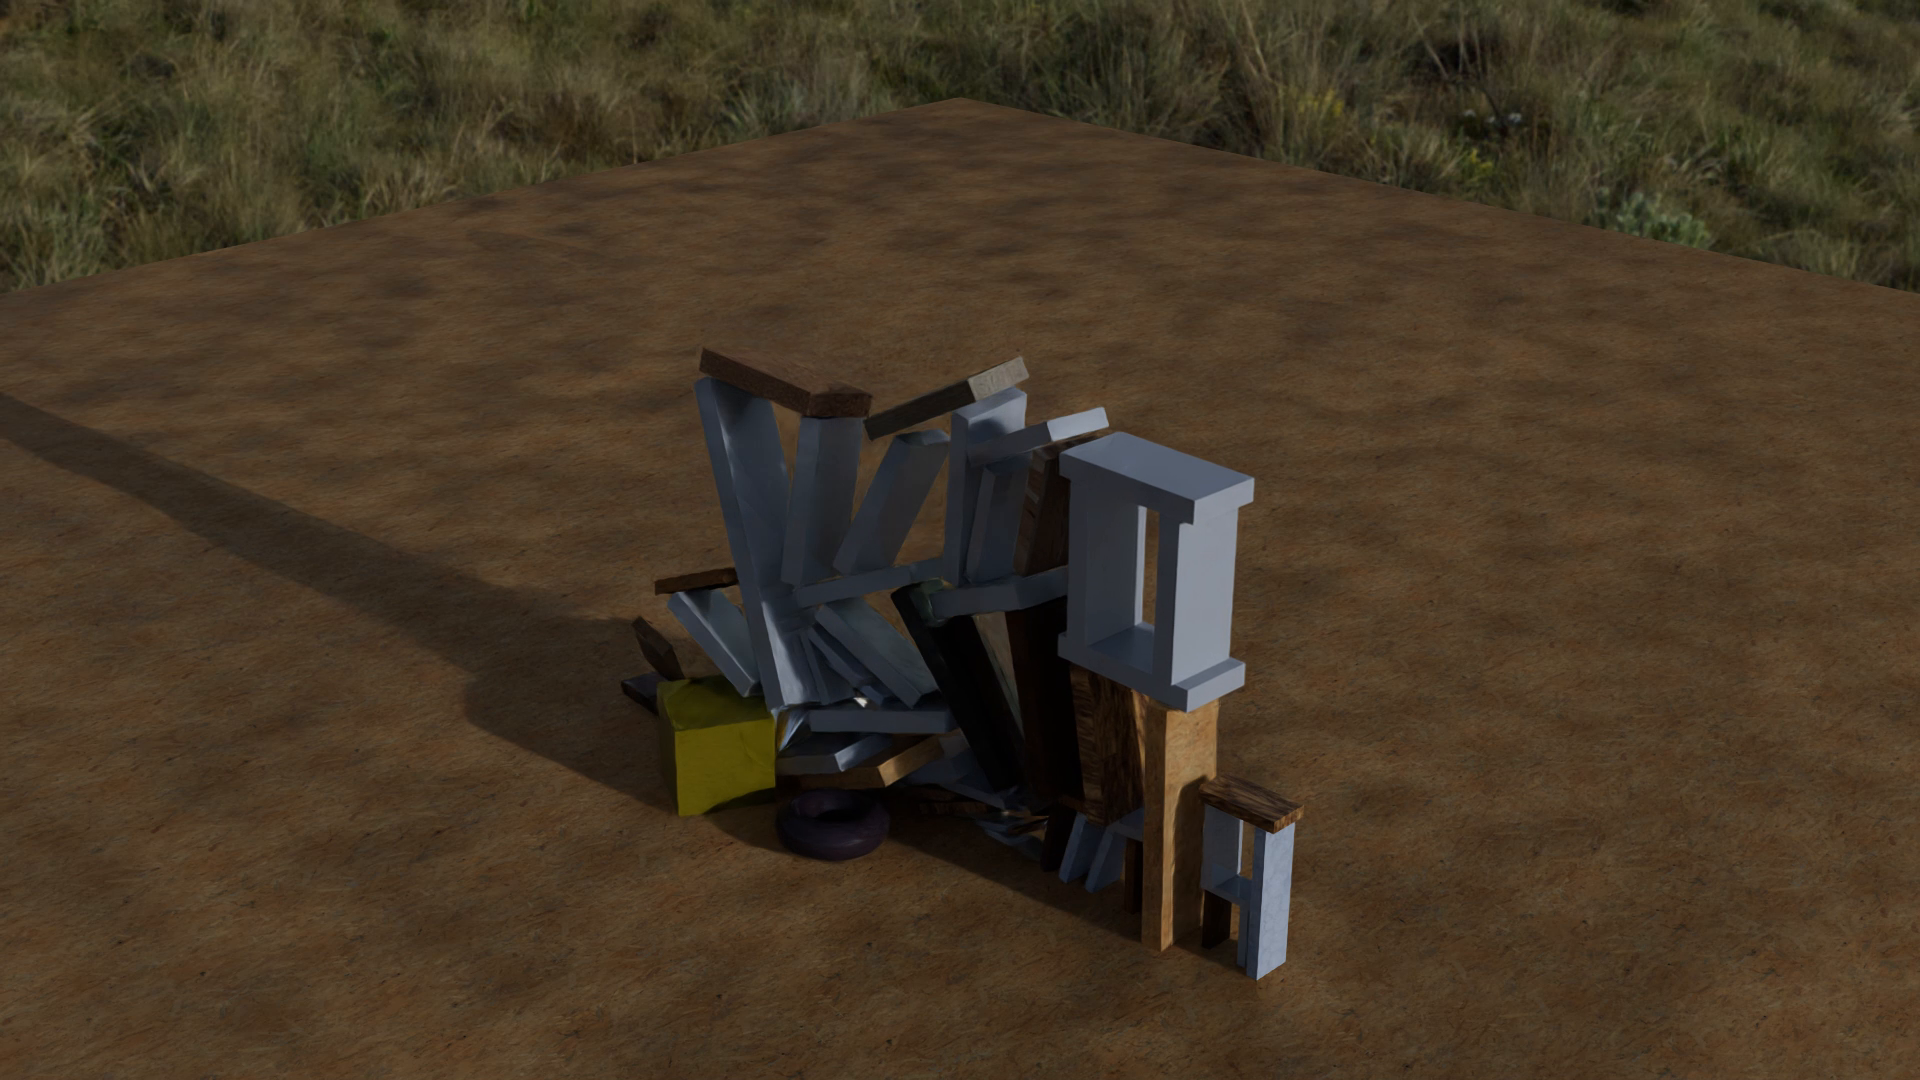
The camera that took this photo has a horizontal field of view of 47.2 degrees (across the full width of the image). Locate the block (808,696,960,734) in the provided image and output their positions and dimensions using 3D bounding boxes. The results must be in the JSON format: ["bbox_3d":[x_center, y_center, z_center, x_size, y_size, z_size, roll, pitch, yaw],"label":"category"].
[{"bbox_3d":[-0.130,0.350,4.416,0.310,0.044,0.155,-2,5,28],"label":"block"}]

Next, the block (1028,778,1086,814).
[{"bbox_3d":[0.222,0.475,4.176,0.169,0.024,0.085,21,30,41],"label":"block"}]

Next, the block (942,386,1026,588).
[{"bbox_3d":[0.046,-0.101,4.221,0.154,0.379,0.044,-26,44,-37],"label":"block"}]

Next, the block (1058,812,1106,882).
[{"bbox_3d":[0.243,0.572,4.196,0.085,0.169,0.024,-20,46,-39],"label":"block"}]

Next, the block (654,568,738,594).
[{"bbox_3d":[-0.527,0.085,4.562,0.203,0.029,0.102,-10,-5,38],"label":"block"}]

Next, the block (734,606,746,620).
[{"bbox_3d":[-0.460,0.266,4.743,0.039,0.276,0.138,-11,61,1],"label":"block"}]

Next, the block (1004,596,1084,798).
[{"bbox_3d":[0.195,0.286,4.135,0.178,0.356,0.050,-18,14,-36],"label":"block"}]

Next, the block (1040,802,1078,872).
[{"bbox_3d":[0.207,0.564,4.215,0.085,0.169,0.024,-10,42,-20],"label":"block"}]

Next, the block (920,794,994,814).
[{"bbox_3d":[0.008,0.522,4.433,0.166,0.023,0.083,-7,15,38],"label":"block"}]

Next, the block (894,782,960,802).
[{"bbox_3d":[-0.054,0.498,4.488,0.166,0.023,0.083,1,21,46],"label":"block"}]

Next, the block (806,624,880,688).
[{"bbox_3d":[-0.230,0.228,4.427,0.163,0.023,0.081,45,33,25],"label":"block"}]

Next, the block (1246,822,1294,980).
[{"bbox_3d":[0.549,0.628,3.889,0.024,0.306,0.084,21,31,41],"label":"block"}]

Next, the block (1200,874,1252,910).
[{"bbox_3d":[0.497,0.627,3.950,0.121,0.017,0.061,21,31,41],"label":"block"}]

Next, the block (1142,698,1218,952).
[{"bbox_3d":[0.397,0.495,3.969,0.044,0.487,0.155,18,29,39],"label":"block"}]

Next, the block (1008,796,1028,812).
[{"bbox_3d":[0.109,0.526,4.407,0.052,0.015,0.103,-4,4,-33],"label":"block"}]

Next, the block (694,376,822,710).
[{"bbox_3d":[-0.396,0.002,4.509,0.048,0.693,0.169,-21,-12,36],"label":"block"}]

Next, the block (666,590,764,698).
[{"bbox_3d":[-0.473,0.210,4.541,0.276,0.039,0.138,47,25,25],"label":"block"}]

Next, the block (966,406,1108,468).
[{"bbox_3d":[0.139,-0.187,4.013,0.132,0.037,0.264,-16,0,-34],"label":"block"}]

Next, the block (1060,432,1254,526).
[{"bbox_3d":[0.338,-0.110,3.805,0.155,0.044,0.311,-20,31,-39],"label":"block"}]

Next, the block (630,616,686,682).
[{"bbox_3d":[-0.663,0.247,4.835,0.102,0.203,0.029,42,73,18],"label":"block"}]

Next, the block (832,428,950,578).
[{"bbox_3d":[-0.132,-0.074,4.348,0.044,0.309,0.154,38,26,23],"label":"block"}]

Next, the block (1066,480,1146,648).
[{"bbox_3d":[0.264,0.023,3.944,0.155,0.311,0.044,-21,31,-40],"label":"block"}]

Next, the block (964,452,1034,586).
[{"bbox_3d":[0.090,-0.042,4.173,0.132,0.264,0.037,-17,46,-31],"label":"block"}]

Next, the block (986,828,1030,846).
[{"bbox_3d":[0.094,0.581,4.349,0.047,0.013,0.094,-13,14,-27],"label":"block"}]

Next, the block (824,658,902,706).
[{"bbox_3d":[-0.188,0.277,4.450,0.163,0.023,0.081,36,27,29],"label":"block"}]

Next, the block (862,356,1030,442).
[{"bbox_3d":[-0.029,-0.268,4.181,0.154,0.044,0.309,-27,7,-43],"label":"block"}]

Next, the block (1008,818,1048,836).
[{"bbox_3d":[0.143,0.559,4.289,0.047,0.013,0.094,-17,-4,-42],"label":"block"}]

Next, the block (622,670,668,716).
[{"bbox_3d":[-0.657,0.349,4.900,0.102,0.029,0.203,-16,27,-36],"label":"block"}]

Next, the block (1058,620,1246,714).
[{"bbox_3d":[0.341,0.214,3.949,0.155,0.044,0.311,-20,31,-39],"label":"block"}]

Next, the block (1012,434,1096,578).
[{"bbox_3d":[0.179,-0.062,4.016,0.132,0.264,0.037,-16,43,-30],"label":"block"}]

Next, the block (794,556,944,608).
[{"bbox_3d":[-0.179,0.084,4.399,0.276,0.039,0.138,-13,0,31],"label":"block"}]

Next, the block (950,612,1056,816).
[{"bbox_3d":[0.129,0.340,4.373,0.050,0.431,0.178,-35,-23,29],"label":"block"}]

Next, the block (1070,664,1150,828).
[{"bbox_3d":[0.287,0.357,4.071,0.155,0.310,0.044,-22,21,-41],"label":"block"}]

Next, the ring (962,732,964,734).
[{"bbox_3d":[0.177,0.433,4.584,0.370,0.123,0.370,0,23,0],"label":"ring"}]

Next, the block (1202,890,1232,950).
[{"bbox_3d":[0.469,0.680,4.003,0.017,0.121,0.061,21,31,41],"label":"block"}]

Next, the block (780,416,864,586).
[{"bbox_3d":[-0.277,-0.087,4.433,0.048,0.338,0.169,15,14,26],"label":"block"}]

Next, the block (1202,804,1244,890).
[{"bbox_3d":[0.470,0.533,3.934,0.084,0.167,0.024,-21,31,-41],"label":"block"}]

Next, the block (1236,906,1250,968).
[{"bbox_3d":[0.526,0.702,3.951,0.017,0.121,0.061,21,31,41],"label":"block"}]

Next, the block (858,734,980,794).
[{"bbox_3d":[-0.063,0.450,4.464,0.155,0.044,0.311,-27,8,-42],"label":"block"}]

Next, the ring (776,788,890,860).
[{"bbox_3d":[-0.250,0.560,4.340,0.226,0.075,0.226,2,20,-1],"label":"ring"}]

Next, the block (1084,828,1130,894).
[{"bbox_3d":[0.288,0.595,4.163,0.077,0.155,0.022,-21,50,-41],"label":"block"}]

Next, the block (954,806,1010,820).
[{"bbox_3d":[0.042,0.544,4.419,0.104,0.015,0.052,1,10,40],"label":"block"}]

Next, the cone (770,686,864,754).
[{"bbox_3d":[-0.356,0.389,4.690,0.269,0.269,0.269,9,51,20],"label":"cone"}]

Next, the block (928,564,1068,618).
[{"bbox_3d":[0.100,0.094,4.219,0.178,0.050,0.356,-17,4,-27],"label":"block"}]

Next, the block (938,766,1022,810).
[{"bbox_3d":[0.048,0.487,4.388,0.166,0.023,0.083,15,29,36],"label":"block"}]

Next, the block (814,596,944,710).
[{"bbox_3d":[-0.152,0.222,4.409,0.276,0.039,0.138,42,22,17],"label":"block"}]

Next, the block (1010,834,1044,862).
[{"bbox_3d":[0.144,0.603,4.307,0.047,0.013,0.094,-14,20,-30],"label":"block"}]

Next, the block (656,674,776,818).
[{"bbox_3d":[-0.500,0.415,4.510,0.201,0.201,0.201,-7,27,-16],"label":"block"}]

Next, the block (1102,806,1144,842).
[{"bbox_3d":[0.341,0.528,4.078,0.155,0.022,0.077,15,27,43],"label":"block"}]

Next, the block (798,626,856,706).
[{"bbox_3d":[-0.272,0.251,4.483,0.023,0.163,0.081,-21,-5,37],"label":"block"}]

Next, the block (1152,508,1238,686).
[{"bbox_3d":[0.407,0.083,3.806,0.155,0.311,0.044,-20,31,-39],"label":"block"}]

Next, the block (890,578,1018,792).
[{"bbox_3d":[0.014,0.284,4.351,0.039,0.442,0.138,-35,-13,29],"label":"block"}]

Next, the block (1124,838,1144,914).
[{"bbox_3d":[0.342,0.616,4.112,0.022,0.155,0.077,21,31,41],"label":"block"}]

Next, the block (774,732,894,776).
[{"bbox_3d":[-0.268,0.432,4.488,0.138,0.039,0.276,-25,8,-35],"label":"block"}]

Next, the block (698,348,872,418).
[{"bbox_3d":[-0.356,-0.320,4.467,0.338,0.048,0.169,24,17,40],"label":"block"}]

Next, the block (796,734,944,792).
[{"bbox_3d":[-0.184,0.452,4.444,0.155,0.044,0.311,-26,8,-35],"label":"block"}]

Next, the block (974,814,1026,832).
[{"bbox_3d":[0.078,0.561,4.377,0.052,0.015,0.104,-12,9,-34],"label":"block"}]

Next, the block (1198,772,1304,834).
[{"bbox_3d":[0.510,0.461,3.861,0.167,0.024,0.084,21,31,41],"label":"block"}]
